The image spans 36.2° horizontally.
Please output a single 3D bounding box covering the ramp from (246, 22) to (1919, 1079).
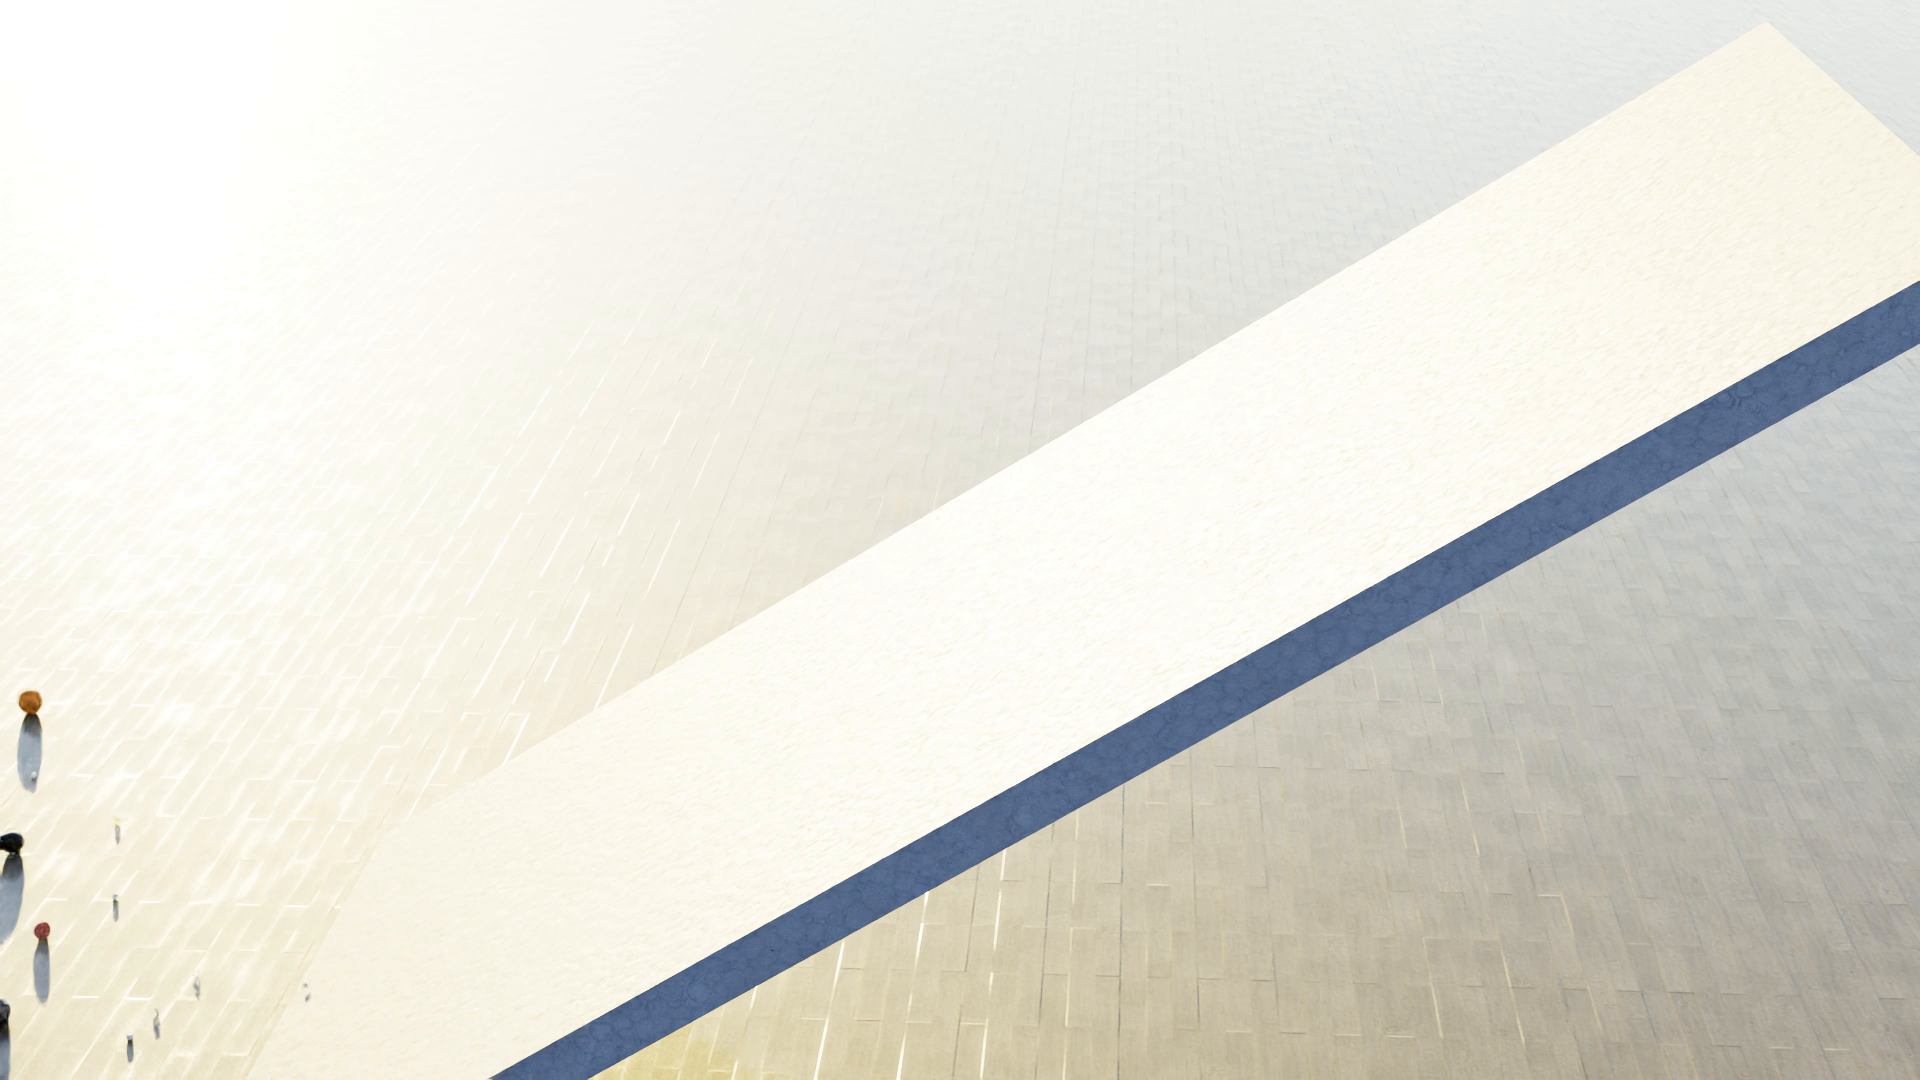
[{"bbox_3d":[0.140,0.170,6.293,4.000,0.100,2.000,-30,15,13],"label":"ramp"}]
